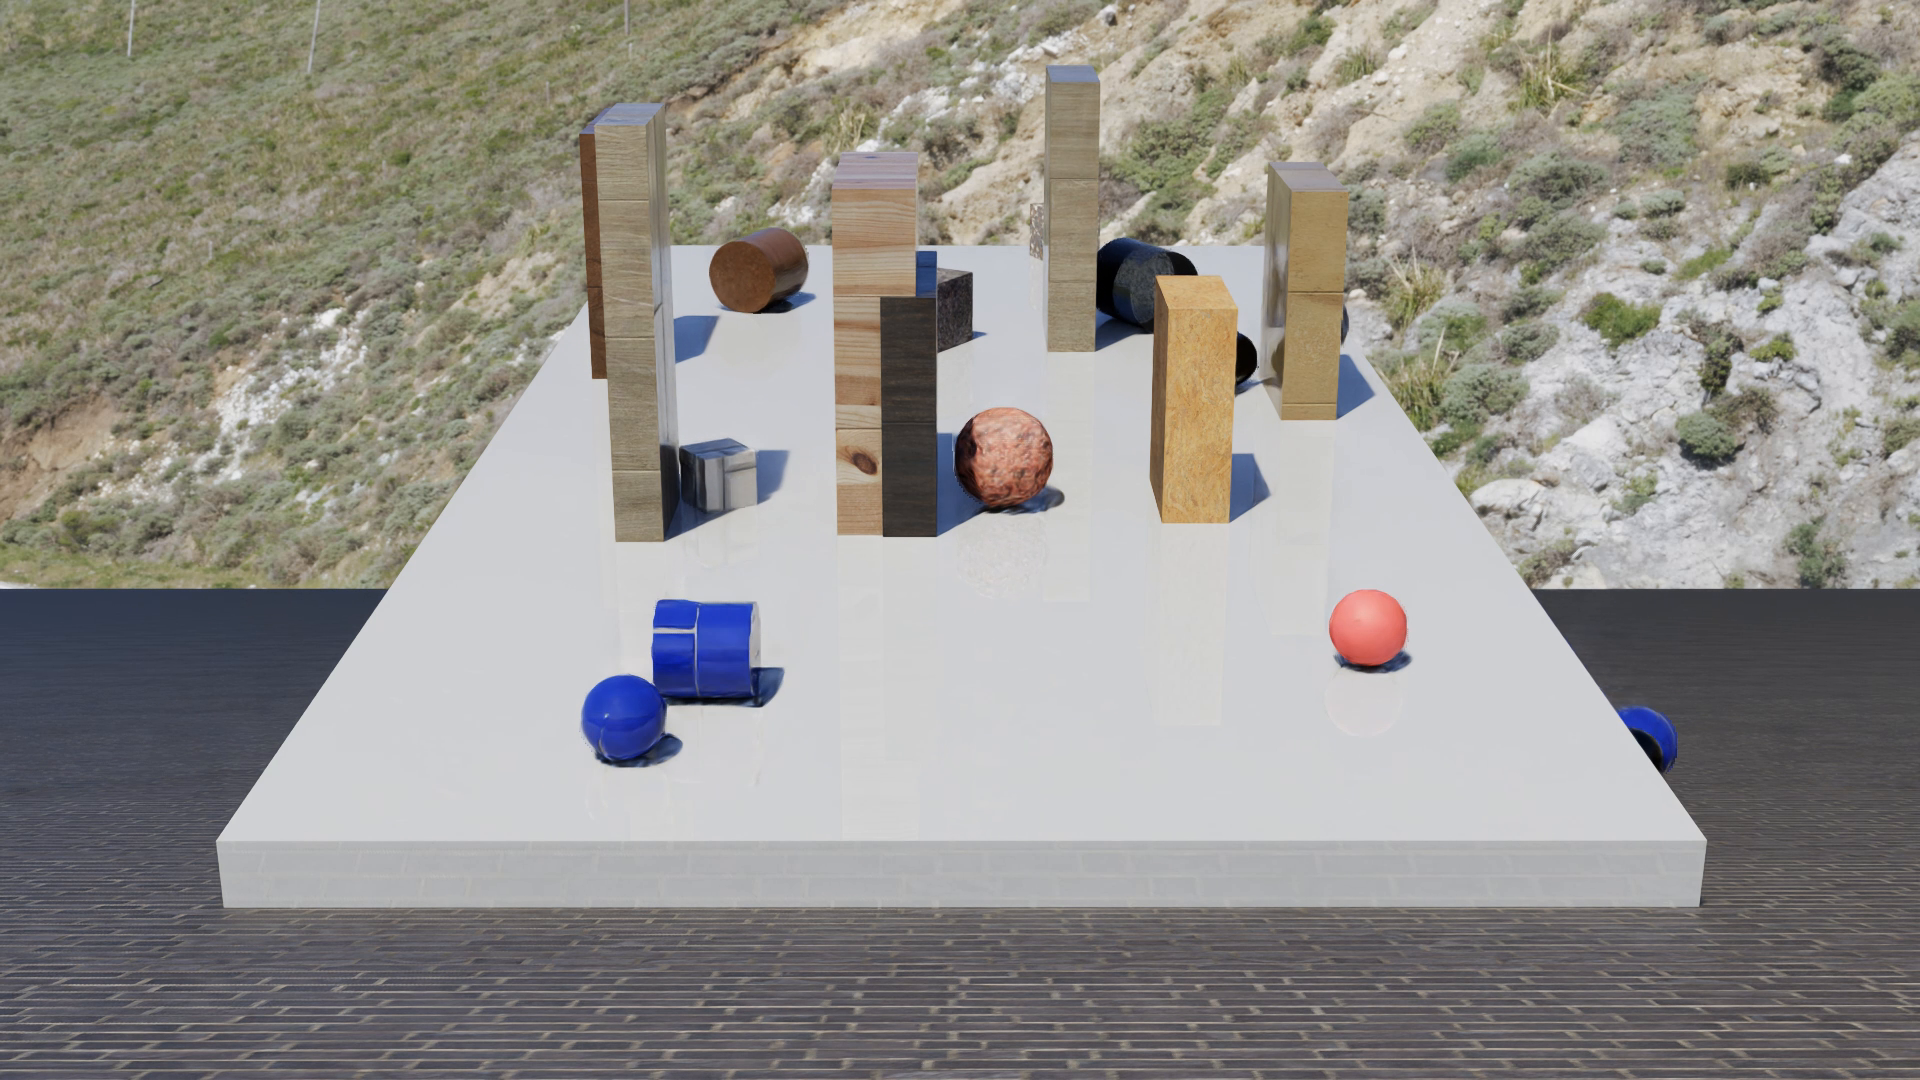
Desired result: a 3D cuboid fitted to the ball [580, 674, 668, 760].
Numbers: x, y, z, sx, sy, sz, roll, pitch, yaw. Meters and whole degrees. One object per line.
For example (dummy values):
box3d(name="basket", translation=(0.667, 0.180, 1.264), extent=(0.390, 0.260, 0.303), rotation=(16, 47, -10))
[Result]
box3d(name="ball", translation=(-0.486, 0.256, 3.254), extent=(0.125, 0.125, 0.125), rotation=(0, -1, 0))

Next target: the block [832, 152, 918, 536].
box3d(name="block", translation=(-0.156, -0.385, 4.315), extent=(0.149, 0.652, 0.419), rotation=(0, 19, 0))

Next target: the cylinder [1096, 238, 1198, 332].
box3d(name="cylinder", translation=(0.472, -0.658, 5.803), extent=(0.210, 0.210, 0.210), rotation=(1, 16, -30))

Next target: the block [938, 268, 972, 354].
box3d(name="block", translation=(-0.088, -0.578, 5.619), extent=(0.174, 0.174, 0.174), rotation=(12, 22, 30))

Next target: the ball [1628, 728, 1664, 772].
box3d(name="ball", translation=(1.432, 0.466, 4.794), extent=(0.130, 0.130, 0.130), rotation=(0, -1, 0))

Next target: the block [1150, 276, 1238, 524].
box3d(name="block", translation=(0.449, -0.276, 4.362), extent=(0.128, 0.418, 0.290), rotation=(0, 19, 0))

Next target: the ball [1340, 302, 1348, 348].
box3d(name="ball", translation=(0.828, -0.520, 5.403), extent=(0.207, 0.207, 0.207), rotation=(0, -1, 0))

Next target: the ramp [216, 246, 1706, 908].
box3d(name="ramp", translation=(-0.004, -0.196, 4.926), extent=(2.000, 0.100, 4.000), rotation=(0, 19, 0))

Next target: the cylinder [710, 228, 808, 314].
box3d(name="cylinder", translation=(-0.536, -0.721, 6.006), extent=(0.195, 0.195, 0.195), rotation=(0, 17, 25))

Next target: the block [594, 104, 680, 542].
box3d(name="block", translation=(-0.596, -0.405, 4.190), extent=(0.090, 0.771, 0.277), rotation=(0, 19, 0))

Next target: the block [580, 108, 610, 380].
box3d(name="block", translation=(-0.821, -0.719, 5.408), extent=(0.094, 0.576, 0.415), rotation=(0, 19, 0))

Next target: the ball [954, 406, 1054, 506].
box3d(name="ball", translation=(0.085, -0.162, 4.371), extent=(0.195, 0.195, 0.195), rotation=(0, -1, 0))

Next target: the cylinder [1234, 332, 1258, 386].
box3d(name="cylinder", translation=(0.606, -0.410, 5.207), extent=(0.125, 0.125, 0.125), rotation=(-1, 16, 32))

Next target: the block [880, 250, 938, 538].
box3d(name="block", translation=(-0.095, -0.289, 4.337), extent=(0.101, 0.457, 0.421), rotation=(0, 19, 0))

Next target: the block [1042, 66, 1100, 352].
box3d(name="block", translation=(0.274, -0.829, 5.607), extent=(0.117, 0.659, 0.330), rotation=(0, 19, 0))

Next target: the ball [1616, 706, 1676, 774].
box3d(name="ball", translation=(1.498, 0.451, 4.979), extent=(0.166, 0.166, 0.166), rotation=(0, -1, 0))

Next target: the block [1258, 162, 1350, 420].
box3d(name="block", translation=(0.770, -0.567, 5.074), extent=(0.122, 0.508, 0.385), rotation=(0, 19, 0))

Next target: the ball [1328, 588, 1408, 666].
box3d(name="ball", translation=(0.653, 0.140, 3.599), extent=(0.124, 0.124, 0.124), rotation=(0, -1, 0))

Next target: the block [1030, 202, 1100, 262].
box3d(name="block", translation=(0.308, -0.903, 6.604), extent=(0.154, 0.154, 0.154), rotation=(-8, 20, -22))

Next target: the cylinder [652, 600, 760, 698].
box3d(name="cylinder", translation=(-0.390, 0.168, 3.472), extent=(0.149, 0.149, 0.149), rotation=(0, -1, 1))

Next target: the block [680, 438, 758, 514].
box3d(name="block", translation=(-0.472, -0.125, 4.393), extent=(0.110, 0.110, 0.110), rotation=(-12, 22, -31))
